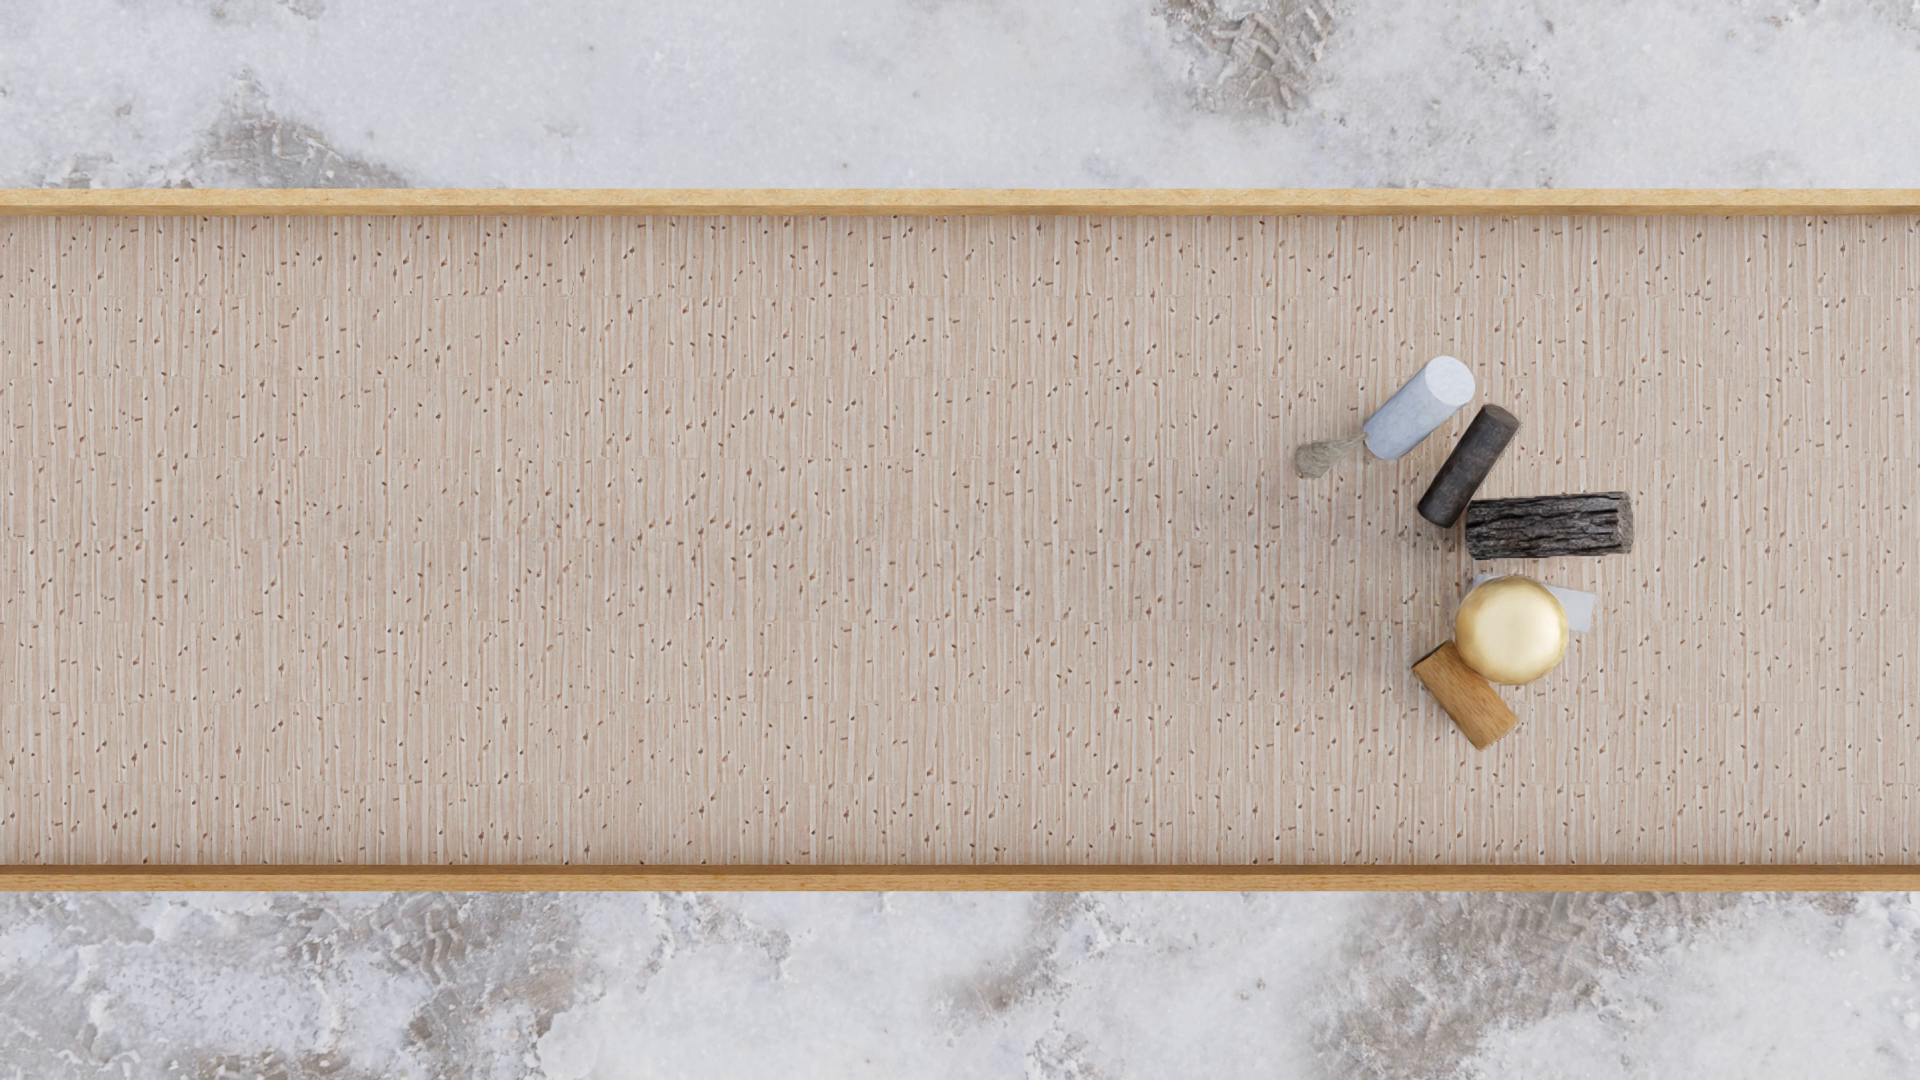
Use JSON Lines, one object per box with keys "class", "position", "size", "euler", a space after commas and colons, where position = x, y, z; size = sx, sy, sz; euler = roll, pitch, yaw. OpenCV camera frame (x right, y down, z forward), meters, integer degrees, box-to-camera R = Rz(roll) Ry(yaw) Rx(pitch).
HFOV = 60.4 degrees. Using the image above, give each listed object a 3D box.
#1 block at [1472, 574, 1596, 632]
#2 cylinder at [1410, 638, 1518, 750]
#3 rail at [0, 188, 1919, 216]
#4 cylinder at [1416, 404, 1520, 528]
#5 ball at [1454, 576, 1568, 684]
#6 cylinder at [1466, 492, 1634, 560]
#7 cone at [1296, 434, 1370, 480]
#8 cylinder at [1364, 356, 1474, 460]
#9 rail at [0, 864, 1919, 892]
{"class": "block", "position": [1.737, 0.191, 5.018], "size": [0.332, 0.117, 0.117], "euler": [10, 90, 0]}
{"class": "cylinder", "position": [1.520, 0.465, 4.976], "size": [0.152, 0.152, 0.309], "euler": [-38, 81, 0]}
{"class": "rail", "position": [-2.247, -1.025, 5.002], "size": [12.000, 0.150, 0.050], "euler": [0, 90, 0]}
{"class": "cylinder", "position": [1.516, -0.220, 4.927], "size": [0.122, 0.122, 0.376], "euler": [26, 121, 0]}
{"class": "ball", "position": [1.604, 0.263, 4.805], "size": [0.316, 0.316, 0.316], "euler": [0, 90, 0]}
{"class": "cylinder", "position": [1.740, -0.039, 4.879], "size": [0.436, 0.180, 0.180], "euler": [-3, 90, 35]}
{"class": "cone", "position": [1.129, -0.272, 4.899], "size": [0.113, 0.336, 0.113], "euler": [4, 78, -18]}
{"class": "cylinder", "position": [1.350, -0.384, 4.870], "size": [0.156, 0.384, 0.156], "euler": [5, 68, -13]}
{"class": "rail", "position": [-2.247, 1.025, 5.001], "size": [12.000, 0.150, 0.050], "euler": [0, 90, 0]}
